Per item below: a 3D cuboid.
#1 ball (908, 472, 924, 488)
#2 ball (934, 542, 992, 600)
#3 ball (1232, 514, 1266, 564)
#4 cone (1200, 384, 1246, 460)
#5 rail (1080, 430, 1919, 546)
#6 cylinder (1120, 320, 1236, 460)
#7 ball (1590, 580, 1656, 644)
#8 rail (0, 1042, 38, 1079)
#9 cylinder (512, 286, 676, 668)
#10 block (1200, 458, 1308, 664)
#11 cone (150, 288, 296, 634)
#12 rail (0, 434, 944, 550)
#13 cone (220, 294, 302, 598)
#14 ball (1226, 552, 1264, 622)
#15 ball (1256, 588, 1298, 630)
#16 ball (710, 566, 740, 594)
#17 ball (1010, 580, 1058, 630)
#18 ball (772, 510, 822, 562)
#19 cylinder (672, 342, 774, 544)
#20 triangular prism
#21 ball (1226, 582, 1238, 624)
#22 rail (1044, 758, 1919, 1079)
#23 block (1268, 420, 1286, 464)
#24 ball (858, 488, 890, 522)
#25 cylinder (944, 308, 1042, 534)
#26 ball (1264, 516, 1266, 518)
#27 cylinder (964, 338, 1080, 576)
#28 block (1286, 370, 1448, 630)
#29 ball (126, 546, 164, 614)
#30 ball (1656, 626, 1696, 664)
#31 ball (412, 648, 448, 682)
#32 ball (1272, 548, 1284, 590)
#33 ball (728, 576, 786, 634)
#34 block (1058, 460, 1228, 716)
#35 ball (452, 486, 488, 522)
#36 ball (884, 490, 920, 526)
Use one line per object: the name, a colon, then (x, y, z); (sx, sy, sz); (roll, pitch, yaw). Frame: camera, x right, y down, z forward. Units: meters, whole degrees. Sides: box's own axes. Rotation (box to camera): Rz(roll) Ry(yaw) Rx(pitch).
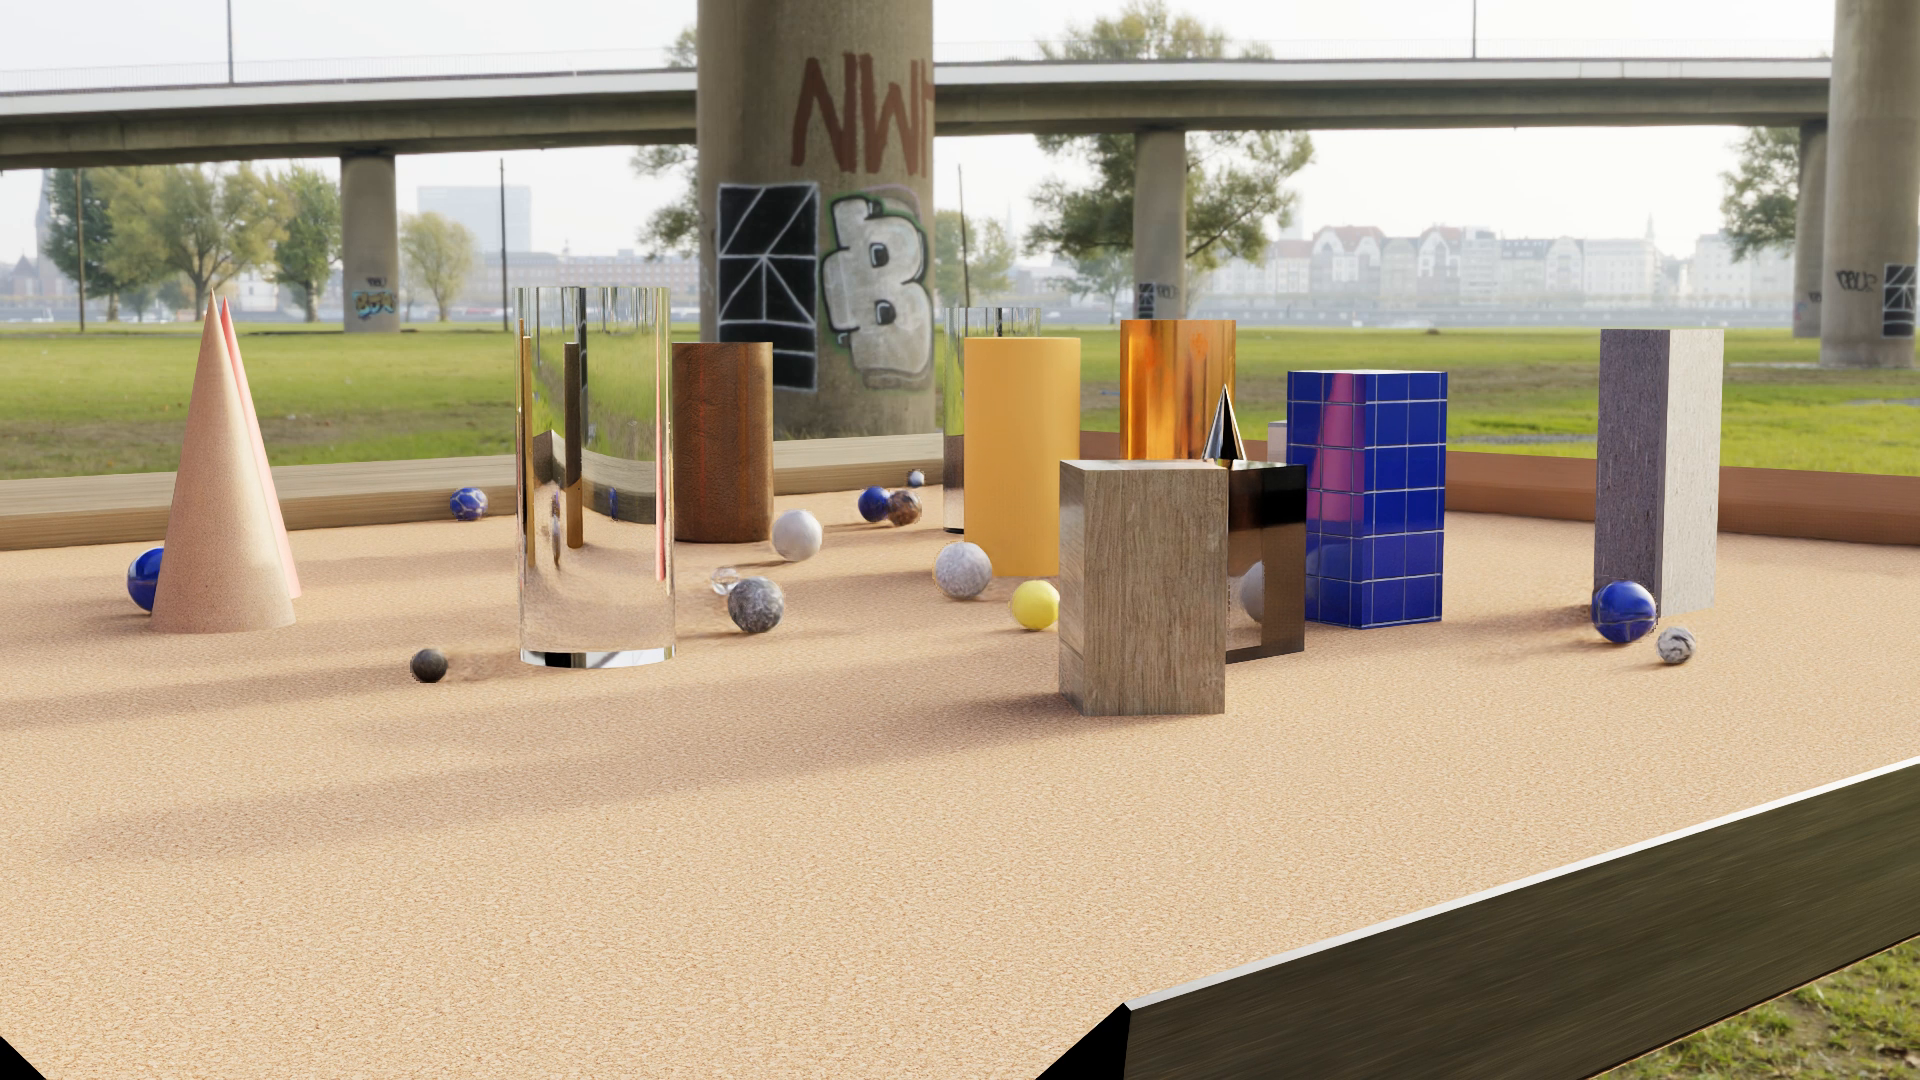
ball: (-0.112, -0.153, 5.556); (0.042, 0.042, 0.042); (0, 6, 0)
ball: (0.005, 0.047, 3.410); (0.089, 0.089, 0.089); (0, 6, 0)
ball: (0.517, -0.001, 3.885); (0.087, 0.087, 0.087); (0, 6, 0)
cone: (0.415, -0.082, 3.470); (0.200, 0.334, 0.200); (0, 6, 0)
rail: (1.394, -0.099, 4.611); (0.045, 0.130, 3.542); (-5, 8, -42)
cylinder: (0.378, -0.168, 3.835); (0.200, 0.430, 0.200); (0, 6, 0)
ball: (0.891, 0.097, 2.954); (0.085, 0.085, 0.085); (0, 6, 0)
rail: (-1.394, 0.167, 2.053); (0.045, 0.130, 3.542); (-5, 8, -42)
cylinder: (-0.469, -0.086, 2.826); (0.200, 0.475, 0.200); (0, 6, 0)
block: (0.339, 0.024, 2.878); (0.160, 0.246, 0.160); (-6, 8, -43)
cone: (-1.054, -0.120, 3.121); (0.200, 0.481, 0.200); (0, 6, 0)
rail: (-1.185, -0.099, 4.609); (3.840, 0.130, 0.045); (-5, 8, -42)
cone: (-1.134, -0.145, 3.416); (0.200, 0.470, 0.200); (0, 6, 0)
ball: (0.386, 0.068, 3.157); (0.100, 0.100, 0.100); (0, 6, 0)
ball: (0.442, 0.097, 3.074); (0.059, 0.059, 0.059); (0, 6, 0)
ball: (-0.370, 0.064, 3.464); (0.045, 0.045, 0.045); (0, 6, 0)
ball: (0.106, 0.091, 3.079); (0.071, 0.071, 0.071); (0, 6, 0)
ball: (-0.290, -0.007, 3.916); (0.091, 0.091, 0.091); (0, 6, 0)
cylinder: (-0.465, -0.194, 4.302); (0.200, 0.384, 0.200); (0, 6, 0)
triangular prism: (1.024, -0.106, 3.295); (0.150, 0.418, 0.173); (6, 8, 45)
ball: (0.349, 0.087, 3.078); (0.077, 0.077, 0.077); (0, 6, 0)
rail: (1.185, 0.167, 2.055); (3.840, 0.130, 0.045); (-5, 8, -42)
block: (0.639, -0.081, 3.843); (0.160, 0.253, 0.160); (3, 7, 27)
ball: (-0.178, -0.074, 4.638); (0.075, 0.075, 0.075); (0, 6, 0)
cylinder: (0.065, -0.244, 4.457); (0.200, 0.451, 0.200); (0, 6, 0)
ball: (0.574, -0.008, 3.990); (0.079, 0.079, 0.079); (0, 6, 0)
cylinder: (0.106, -0.147, 3.779); (0.200, 0.399, 0.200); (0, 6, 0)
block: (0.584, -0.063, 3.173); (0.160, 0.358, 0.160); (-4, 7, -34)
ball: (-1.174, 0.060, 3.236); (0.100, 0.100, 0.100); (0, 6, 0)
ball: (0.908, 0.133, 2.788); (0.048, 0.048, 0.048); (0, 6, 0)
ball: (-0.638, 0.150, 2.645); (0.042, 0.042, 0.042); (0, 6, 0)
ball: (0.528, 0.047, 3.373); (0.096, 0.096, 0.096); (0, 6, 0)
ball: (-0.282, 0.089, 3.049); (0.079, 0.079, 0.079); (0, 6, 0)
block: (0.205, 0.050, 2.496); (0.160, 0.272, 0.160); (-1, 6, -7)
ball: (-1.042, -0.077, 4.676); (0.073, 0.073, 0.073); (0, 6, 0)
ball: (-0.119, -0.067, 4.573); (0.075, 0.075, 0.075); (0, 6, 0)
